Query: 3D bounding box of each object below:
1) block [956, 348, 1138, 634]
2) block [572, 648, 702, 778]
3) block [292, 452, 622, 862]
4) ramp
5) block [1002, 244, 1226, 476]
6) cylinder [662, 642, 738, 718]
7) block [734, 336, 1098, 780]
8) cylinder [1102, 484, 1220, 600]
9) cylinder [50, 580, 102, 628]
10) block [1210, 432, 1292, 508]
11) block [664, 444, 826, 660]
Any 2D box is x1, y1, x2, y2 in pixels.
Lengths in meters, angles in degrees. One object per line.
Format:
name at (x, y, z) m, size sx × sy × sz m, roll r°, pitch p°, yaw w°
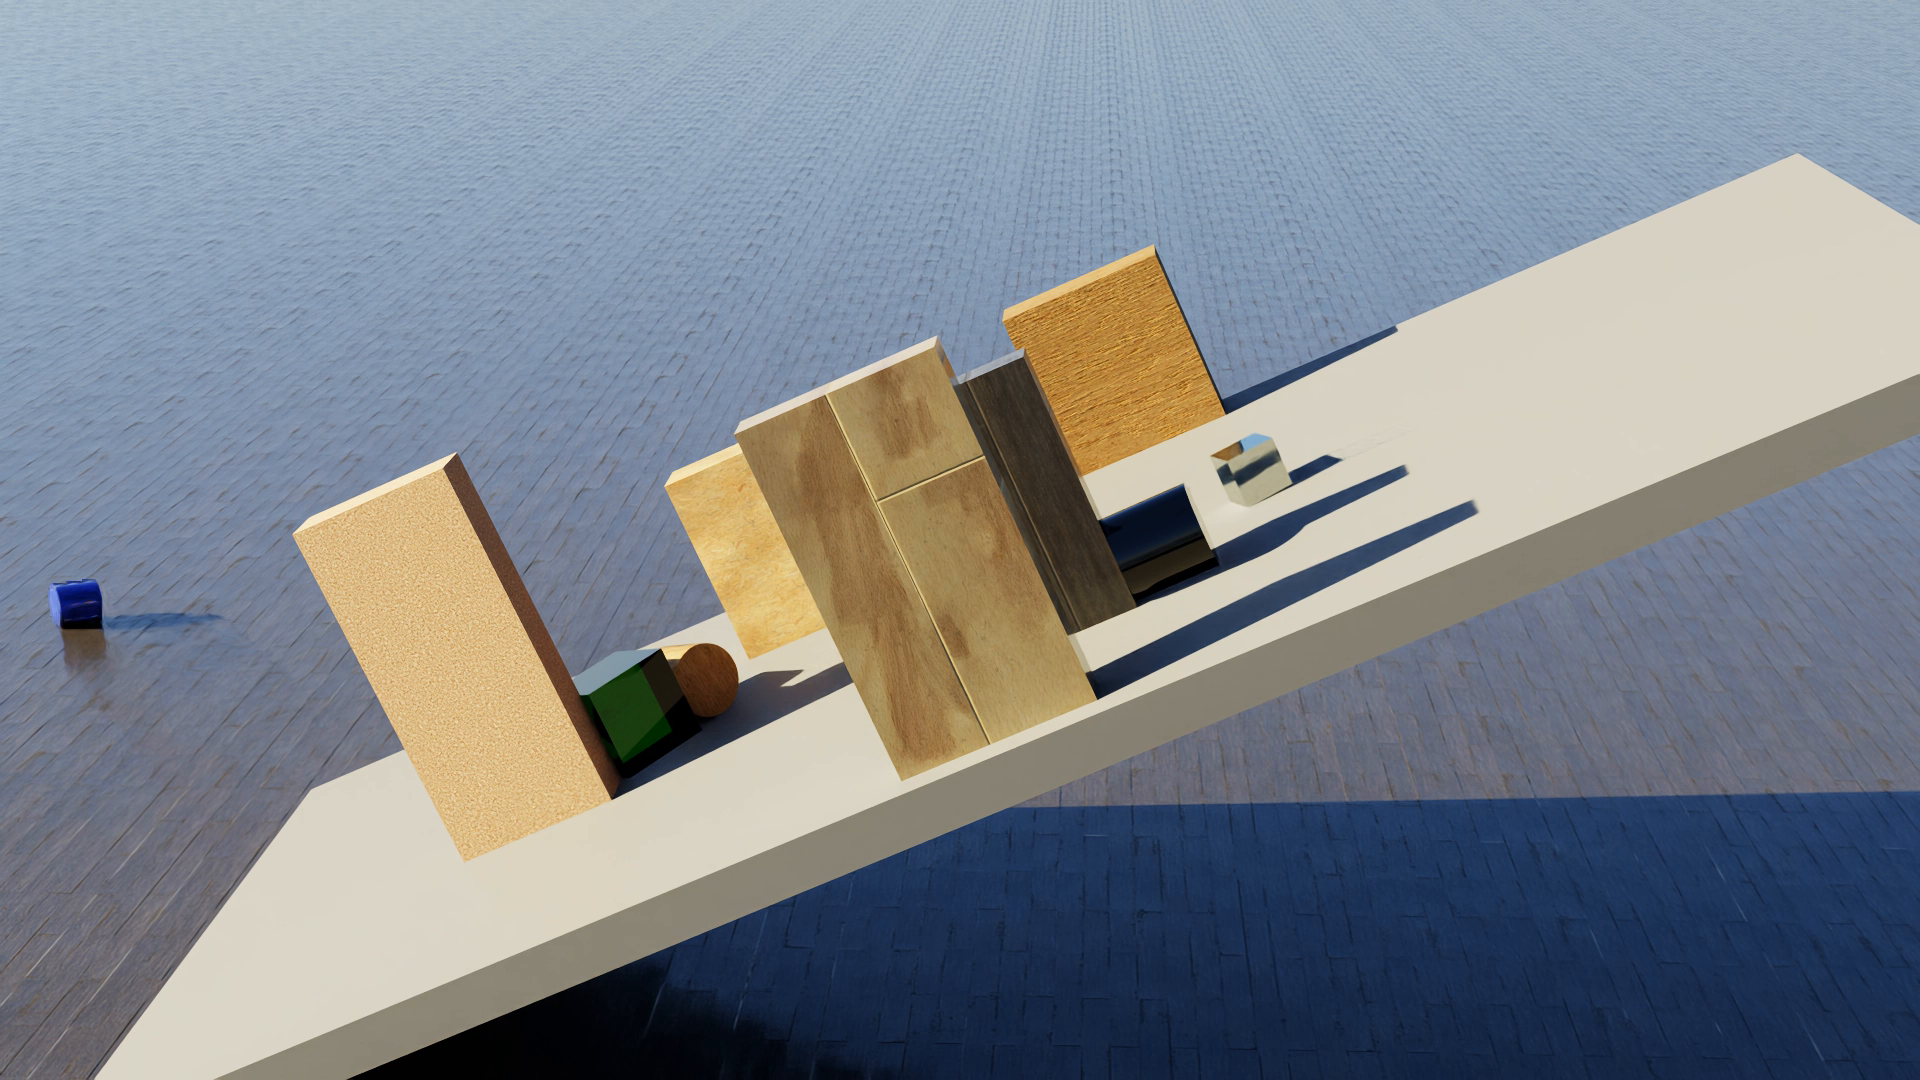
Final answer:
block at (0.109, -0.067, 5.802) m, size 0.283 × 0.551 × 0.089 m, roll -23°, pitch 13°, yaw 9°
block at (-0.732, 0.377, 6.384) m, size 0.204 × 0.204 × 0.204 m, roll -33°, pitch 15°, yaw -33°
block at (-1.048, 0.249, 6.172) m, size 0.350 × 0.784 × 0.139 m, roll -23°, pitch 13°, yaw 9°
ramp at (0.133, 0.170, 6.284) m, size 4.000 × 0.100 × 2.000 m, roll -23°, pitch 13°, yaw 9°
block at (0.369, -0.426, 7.039) m, size 0.392 × 0.422 × 0.141 m, roll -23°, pitch 13°, yaw 9°
cylinder at (-0.600, 0.311, 6.494) m, size 0.162 × 0.162 × 0.162 m, roll -11°, pitch 3°, yaw -36°
block at (-0.075, 0.038, 5.352) m, size 0.393 × 0.716 × 0.102 m, roll -23°, pitch 13°, yaw 9°
cylinder at (0.398, 0.003, 5.830) m, size 0.178 × 0.178 × 0.178 m, roll -24°, pitch 13°, yaw 8°
cylinder at (-2.776, 0.200, 9.243) m, size 0.129 × 0.129 × 0.129 m, roll -8°, pitch 17°, yaw -29°
block at (0.612, -0.147, 6.179) m, size 0.110 × 0.110 × 0.110 m, roll -27°, pitch 13°, yaw -9°
block at (-0.435, 0.000, 6.777) m, size 0.310 × 0.451 × 0.138 m, roll -23°, pitch 13°, yaw 9°
